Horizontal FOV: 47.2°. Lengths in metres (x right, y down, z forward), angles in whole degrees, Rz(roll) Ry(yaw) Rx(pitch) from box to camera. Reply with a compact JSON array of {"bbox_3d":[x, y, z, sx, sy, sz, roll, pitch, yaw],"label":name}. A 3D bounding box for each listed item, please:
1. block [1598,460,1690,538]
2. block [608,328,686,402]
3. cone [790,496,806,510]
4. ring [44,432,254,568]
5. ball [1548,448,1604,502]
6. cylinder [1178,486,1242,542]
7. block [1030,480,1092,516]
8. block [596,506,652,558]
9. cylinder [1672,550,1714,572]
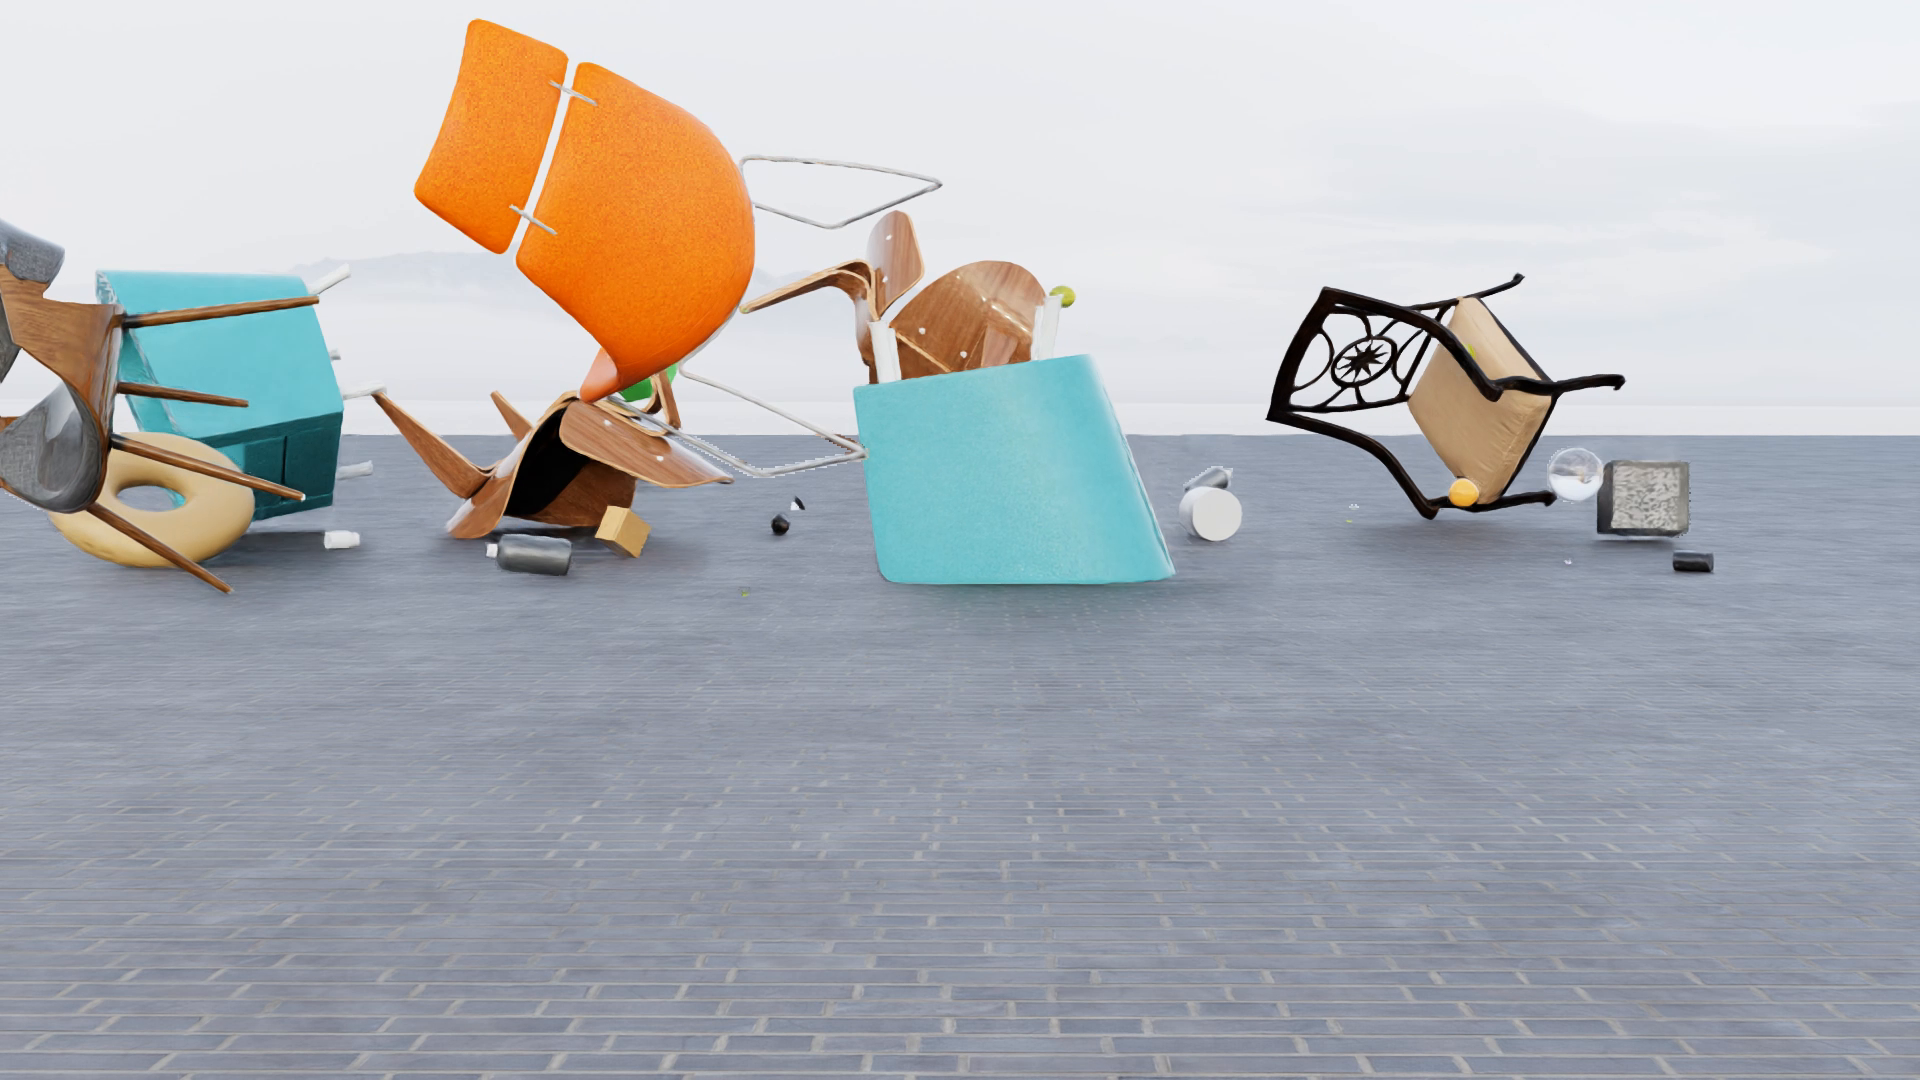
[{"bbox_3d":[2.010,-0.120,6.474,0.219,0.197,0.183,2,-6,3],"label":"block"},{"bbox_3d":[-0.973,-0.544,6.856,0.158,0.106,0.188,-11,41,30],"label":"block"},{"bbox_3d":[-0.612,-0.124,8.145,0.047,0.068,0.050,-42,21,-23],"label":"cone"},{"bbox_3d":[-2.083,-0.107,5.666,0.506,0.125,0.522,21,34,2],"label":"ring"},{"bbox_3d":[1.460,-0.155,5.210,0.127,0.127,0.127,0,4,0],"label":"ball"},{"bbox_3d":[0.747,-0.079,6.567,0.150,0.155,0.175,33,-1,-9],"label":"cylinder"},{"bbox_3d":[0.356,-0.150,7.825,0.153,0.111,0.209,4,2,-17],"label":"block"},{"bbox_3d":[-0.889,-0.021,5.807,0.069,0.094,0.111,10,-20,31],"label":"block"},{"bbox_3d":[1.810,0.052,5.429,0.087,0.049,0.057,3,-8,33],"label":"cylinder"}]
